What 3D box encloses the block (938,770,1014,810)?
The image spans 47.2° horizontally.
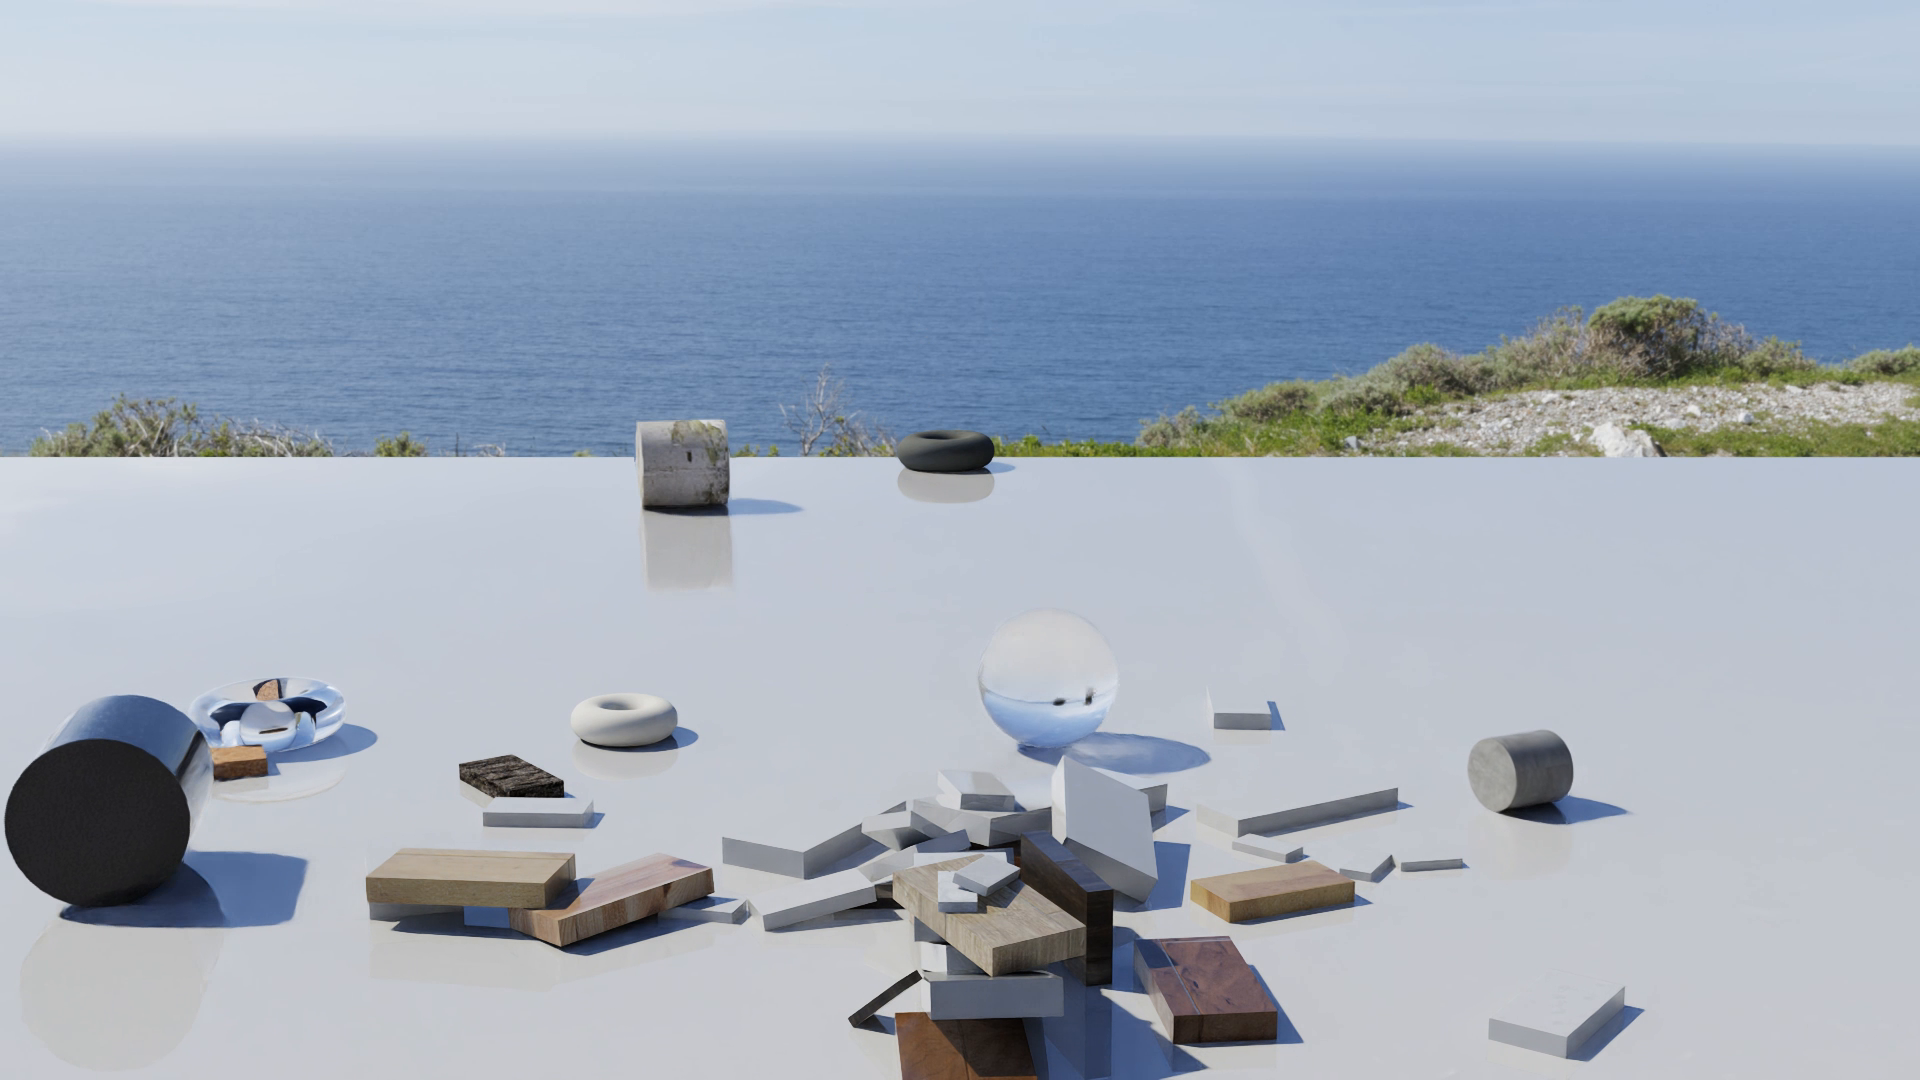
[{"bbox_3d":[0.027,0.438,3.854,0.095,0.027,0.190,4,5,-13],"label":"block"}]

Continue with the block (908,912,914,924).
[{"bbox_3d":[0.006,0.583,3.415,0.143,0.041,0.286,-1,-3,-7],"label":"block"}]

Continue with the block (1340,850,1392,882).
[{"bbox_3d":[0.698,0.560,3.785,0.056,0.016,0.112,6,12,28],"label":"block"}]

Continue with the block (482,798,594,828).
[{"bbox_3d":[-0.778,0.503,4.065,0.185,0.026,0.093,0,11,3],"label":"block"}]

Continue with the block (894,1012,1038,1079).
[{"bbox_3d":[0.009,0.710,2.889,0.174,0.049,0.347,-1,11,-4],"label":"block"}]

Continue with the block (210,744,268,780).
[{"bbox_3d":[-1.497,0.445,4.360,0.226,0.032,0.113,-4,11,-22],"label":"block"}]

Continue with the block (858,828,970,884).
[{"bbox_3d":[-0.085,0.529,3.642,0.105,0.030,0.211,-12,-12,-39],"label":"block"}]

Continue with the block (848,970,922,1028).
[{"bbox_3d":[-0.106,0.650,3.118,0.109,0.015,0.054,-41,-12,29],"label":"block"}]

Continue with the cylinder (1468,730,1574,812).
[{"bbox_3d":[1.055,0.433,4.137,0.137,0.137,0.137,-5,12,-26],"label":"cylinder"}]

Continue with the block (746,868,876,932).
[{"bbox_3d":[-0.241,0.582,3.567,0.190,0.027,0.095,-12,14,-19],"label":"block"}]

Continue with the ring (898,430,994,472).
[{"bbox_3d":[-0.053,-0.338,8.335,0.370,0.123,0.370,-1,11,0],"label":"ring"}]

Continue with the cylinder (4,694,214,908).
[{"bbox_3d":[-1.430,0.436,3.716,0.287,0.287,0.287,-2,11,-11],"label":"cylinder"}]

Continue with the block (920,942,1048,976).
[{"bbox_3d":[0.032,0.606,3.211,0.143,0.041,0.286,-1,-9,-8],"label":"block"}]

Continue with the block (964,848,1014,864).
[{"bbox_3d":[0.011,0.538,3.629,0.105,0.030,0.211,-2,-14,-14],"label":"block"}]

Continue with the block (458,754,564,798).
[{"bbox_3d":[-0.869,0.465,4.257,0.113,0.032,0.226,-8,13,-36],"label":"block"}]

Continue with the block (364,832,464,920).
[{"bbox_3d":[-0.923,0.562,3.705,0.149,0.042,0.297,-3,11,-16],"label":"block"}]

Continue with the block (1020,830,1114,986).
[{"bbox_3d":[0.162,0.565,3.400,0.042,0.148,0.295,-3,11,-17],"label":"block"}]

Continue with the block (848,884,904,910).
[{"bbox_3d":[-0.144,0.589,3.627,0.129,0.018,0.064,-1,11,-3],"label":"block"}]

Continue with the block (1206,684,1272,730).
[{"bbox_3d":[0.606,0.363,4.796,0.121,0.034,0.242,0,11,3],"label":"block"}]

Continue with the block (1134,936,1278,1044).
[{"bbox_3d":[0.354,0.654,3.212,0.148,0.042,0.295,-1,11,-6],"label":"block"}]

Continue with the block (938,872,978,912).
[{"bbox_3d":[-0.004,0.496,3.104,0.054,0.015,0.109,0,14,-1],"label":"block"}]

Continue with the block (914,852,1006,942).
[{"bbox_3d":[0.003,0.532,3.293,0.143,0.041,0.286,0,10,-1],"label":"block"}]

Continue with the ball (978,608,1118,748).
[{"bbox_3d":[0.181,0.284,4.524,0.290,0.290,0.290,0,11,0],"label":"ball"}]

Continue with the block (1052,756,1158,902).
[{"bbox_3d":[0.244,0.491,3.770,0.169,0.048,0.338,26,17,-6],"label":"block"}]

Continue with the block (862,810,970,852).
[{"bbox_3d":[-0.074,0.502,3.702,0.095,0.027,0.190,-11,-29,29],"label":"block"}]

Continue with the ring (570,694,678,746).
[{"bbox_3d":[-0.705,0.377,4.618,0.224,0.075,0.224,1,10,0],"label":"ring"}]

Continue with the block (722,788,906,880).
[{"bbox_3d":[-0.256,0.519,3.921,0.169,0.048,0.338,6,12,29],"label":"block"}]

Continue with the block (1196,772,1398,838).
[{"bbox_3d":[0.631,0.492,4.101,0.384,0.034,0.121,-6,12,-31],"label":"block"}]

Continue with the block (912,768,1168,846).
[{"bbox_3d":[0.153,0.476,3.966,0.169,0.048,0.545,9,7,38],"label":"block"}]

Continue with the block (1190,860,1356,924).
[{"bbox_3d":[0.516,0.579,3.633,0.242,0.034,0.121,-5,12,-25],"label":"block"}]

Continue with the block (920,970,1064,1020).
[{"bbox_3d":[0.039,0.624,3.029,0.174,0.049,0.347,-1,-9,-3],"label":"block"}]

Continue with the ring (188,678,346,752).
[{"bbox_3d":[-1.447,0.365,4.593,0.322,0.107,0.322,-1,10,0],"label":"ring"}]

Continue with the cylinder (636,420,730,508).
[{"bbox_3d":[-0.942,-0.260,7.462,0.287,0.287,0.287,-2,11,-12],"label":"cylinder"}]

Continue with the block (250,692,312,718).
[{"bbox_3d":[-1.493,0.363,4.837,0.071,0.020,0.141,2,11,13],"label":"block"}]

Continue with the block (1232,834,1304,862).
[{"bbox_3d":[0.542,0.543,3.878,0.112,0.016,0.056,9,14,40],"label":"block"}]

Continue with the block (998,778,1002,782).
[{"bbox_3d":[0.044,0.479,4.152,0.071,0.020,0.141,-9,6,1],"label":"block"}]

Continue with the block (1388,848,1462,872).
[{"bbox_3d":[0.808,0.555,3.815,0.113,0.016,0.056,-2,11,-11],"label":"block"}]

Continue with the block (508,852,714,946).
[{"bbox_3d":[-0.562,0.578,3.553,0.297,0.042,0.149,-14,13,-42],"label":"block"}]

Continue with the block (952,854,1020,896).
[{"bbox_3d":[0.038,0.477,3.130,0.054,0.015,0.109,20,15,23],"label":"block"}]

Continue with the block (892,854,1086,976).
[{"bbox_3d":[0.038,0.525,3.105,0.148,0.042,0.295,-8,16,-28],"label":"block"}]

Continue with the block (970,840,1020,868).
[{"bbox_3d":[0.051,0.527,3.794,0.378,0.026,0.093,10,14,42],"label":"block"}]

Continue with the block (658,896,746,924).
[{"bbox_3d":[-0.419,0.598,3.575,0.129,0.018,0.064,3,11,16],"label":"block"}]

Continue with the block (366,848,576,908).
[{"bbox_3d":[-0.787,0.545,3.550,0.297,0.042,0.148,0,10,9],"label":"block"}]

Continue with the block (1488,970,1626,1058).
[{"bbox_3d":[0.852,0.673,3.134,0.113,0.032,0.226,8,13,36],"label":"block"}]
